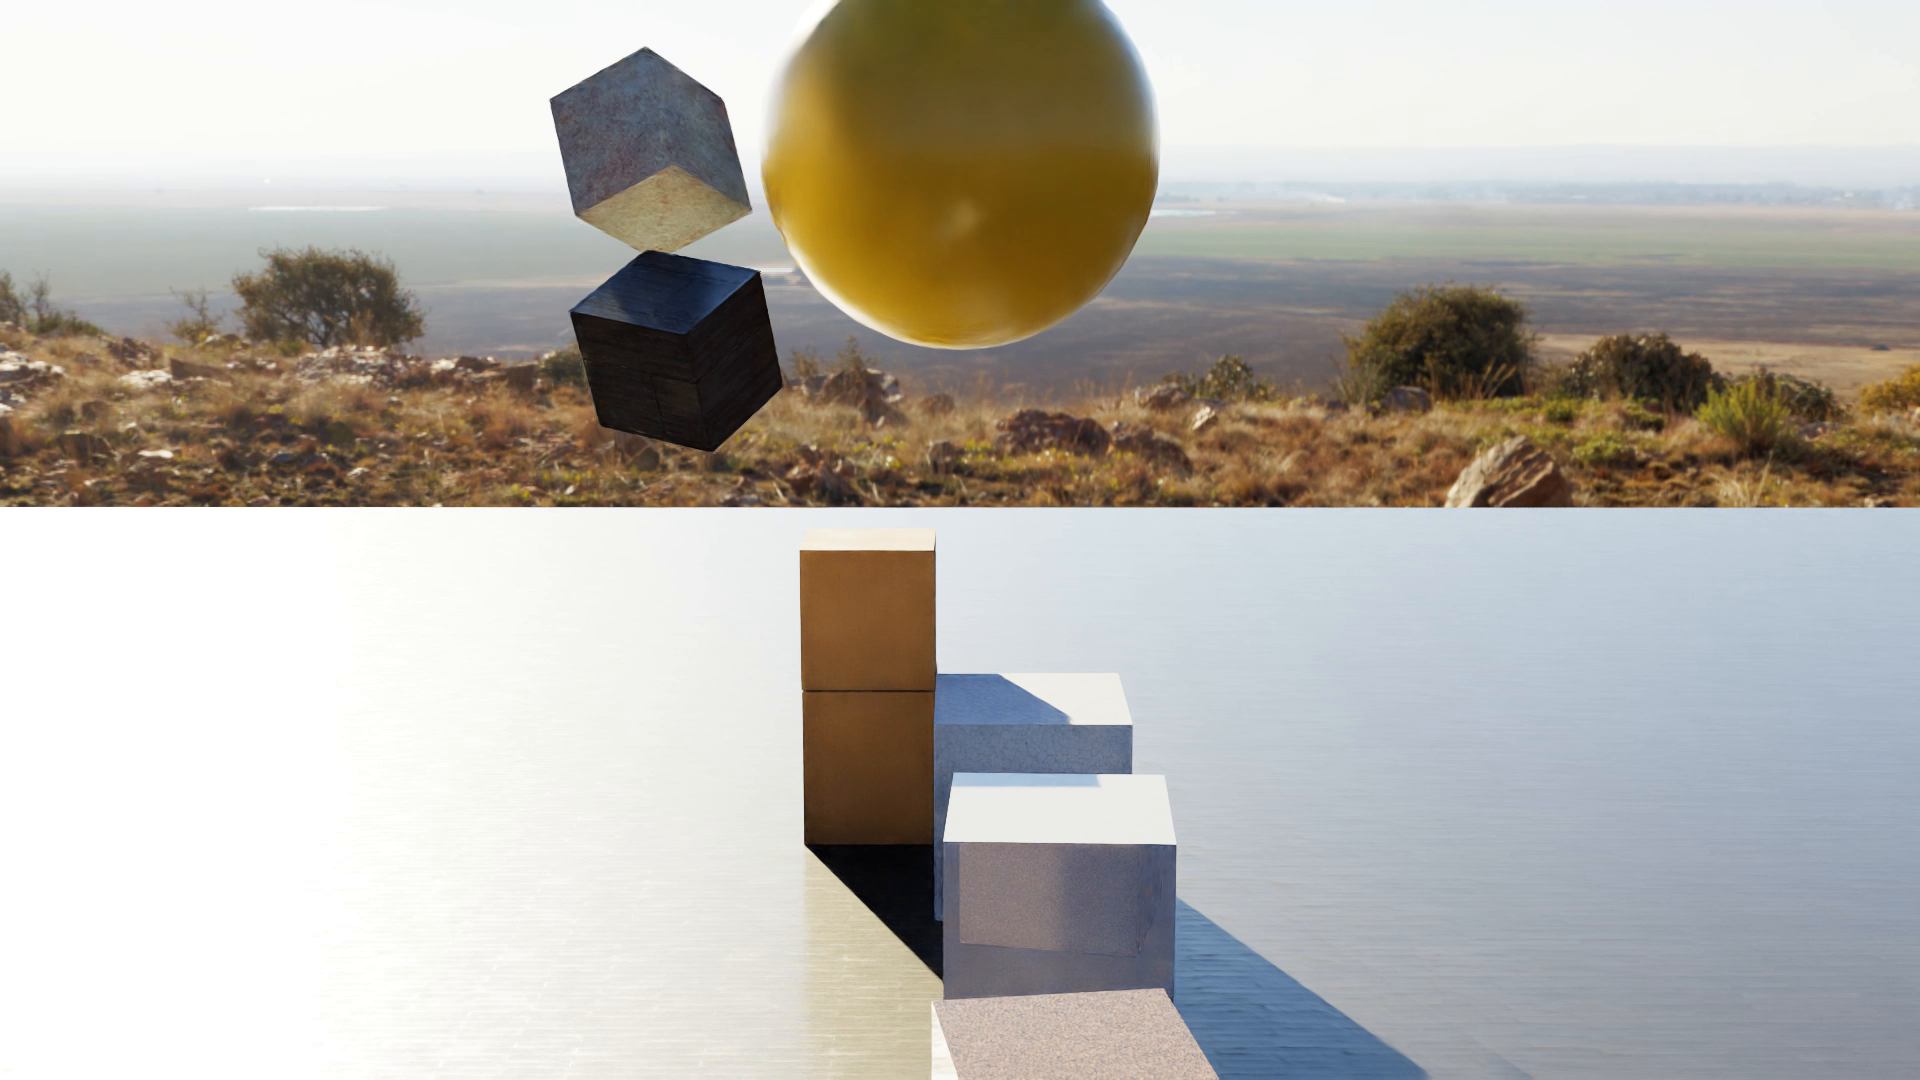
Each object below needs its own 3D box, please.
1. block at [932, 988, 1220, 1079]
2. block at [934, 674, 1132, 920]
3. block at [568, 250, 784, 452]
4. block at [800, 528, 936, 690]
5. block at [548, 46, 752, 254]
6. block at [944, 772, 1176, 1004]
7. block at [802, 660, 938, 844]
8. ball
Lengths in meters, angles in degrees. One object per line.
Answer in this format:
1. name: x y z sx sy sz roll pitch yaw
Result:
1. block: 0.352 1.927 7.122 0.794 0.660 0.755 -1 10 -8
2. block: 0.330 1.195 10.407 0.893 0.924 0.955 0 10 0
3. block: -0.922 -0.625 7.207 0.465 0.446 0.416 14 42 28
4. block: -0.461 0.346 11.252 0.666 0.714 0.617 0 10 0
5. block: -1.090 -1.357 7.772 0.422 0.478 0.499 -23 -21 21
6. block: 0.402 1.495 8.987 0.896 0.843 0.935 0 10 2
7. block: -0.453 1.087 11.379 0.669 0.790 0.694 0 10 0
8. ball: 0.000 -1.557 8.728 1.600 1.600 1.600 0 10 0
